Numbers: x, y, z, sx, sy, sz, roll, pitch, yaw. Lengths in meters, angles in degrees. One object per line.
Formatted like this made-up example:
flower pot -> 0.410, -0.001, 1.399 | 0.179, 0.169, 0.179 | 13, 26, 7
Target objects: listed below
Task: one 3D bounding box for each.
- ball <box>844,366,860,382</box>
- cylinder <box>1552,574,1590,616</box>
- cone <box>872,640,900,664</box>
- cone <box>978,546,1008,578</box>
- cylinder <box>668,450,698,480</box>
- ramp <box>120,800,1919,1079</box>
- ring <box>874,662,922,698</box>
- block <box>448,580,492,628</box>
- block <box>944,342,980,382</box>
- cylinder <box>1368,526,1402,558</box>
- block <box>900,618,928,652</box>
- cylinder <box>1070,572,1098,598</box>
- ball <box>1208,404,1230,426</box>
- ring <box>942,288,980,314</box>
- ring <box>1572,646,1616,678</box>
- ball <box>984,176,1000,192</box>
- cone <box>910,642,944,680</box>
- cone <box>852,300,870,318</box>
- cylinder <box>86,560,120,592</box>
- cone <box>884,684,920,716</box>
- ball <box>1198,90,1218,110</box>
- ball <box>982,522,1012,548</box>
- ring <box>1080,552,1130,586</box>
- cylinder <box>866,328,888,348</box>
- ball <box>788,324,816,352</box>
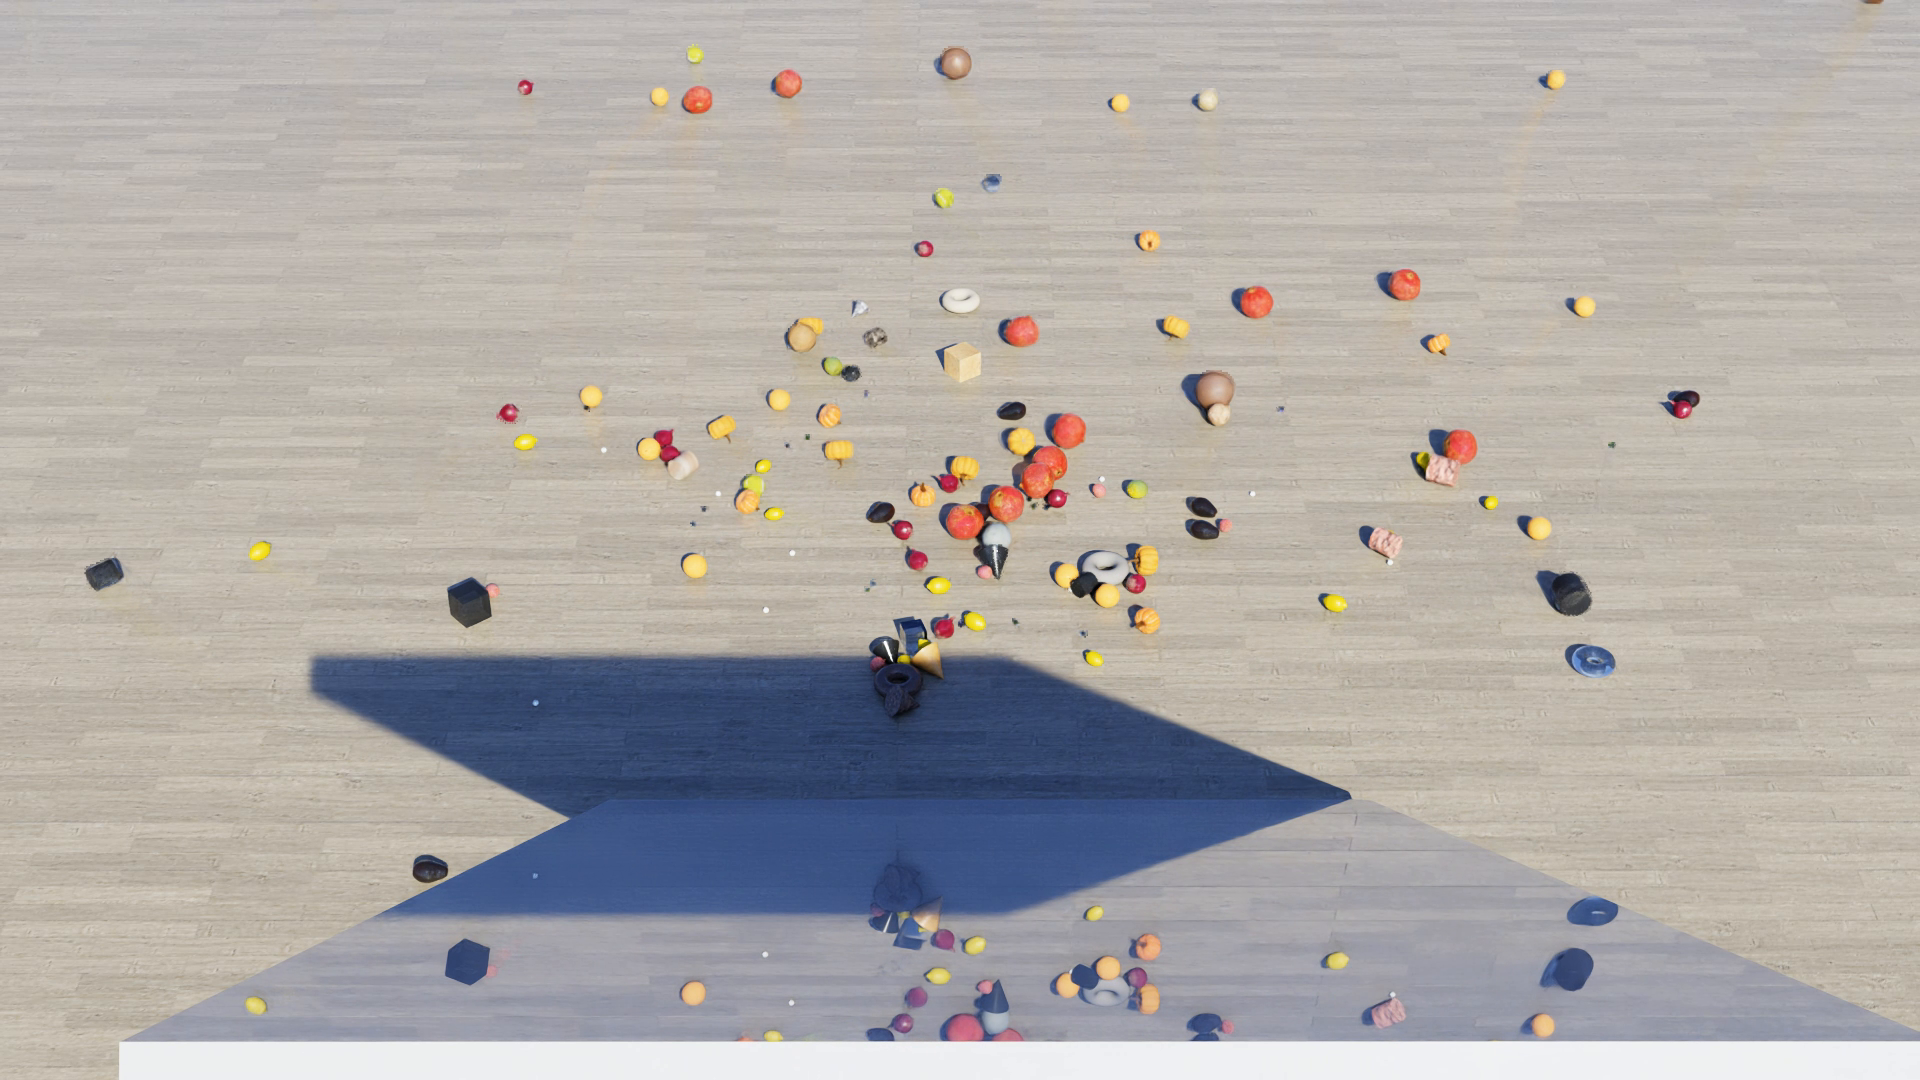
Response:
ball -> -0.361, -0.555, 8.689 | 0.054, 0.054, 0.054 | 0, 35, 0
cylinder -> 1.798, 0.161, 7.645 | 0.091, 0.091, 0.091 | -4, 35, -5
cone -> -0.197, 0.341, 7.437 | 0.082, 0.082, 0.082 | -15, 64, -19
cone -> 0.108, 0.081, 7.802 | 0.093, 0.093, 0.093 | -6, 62, -8
cylinder -> -0.878, -0.237, 8.227 | 0.069, 0.069, 0.069 | 22, 41, 28
ramp -> 0.078, 0.667, 4.847 | 2.000, 0.100, 4.000 | 0, -2, 0
ring -> -0.175, 0.400, 7.345 | 0.141, 0.047, 0.141 | -2, 36, 1
block -> -1.436, 0.187, 7.612 | 0.087, 0.087, 0.087 | -27, 43, -32
block -> 0.009, -0.598, 8.721 | 0.087, 0.087, 0.087 | -23, 41, -29
cylinder -> 1.291, 0.007, 7.879 | 0.072, 0.072, 0.072 | -29, 45, -35
block -> -0.134, 0.276, 7.506 | 0.063, 0.063, 0.063 | -10, 37, -14
cylinder -> 0.369, 0.133, 7.712 | 0.060, 0.060, 0.060 | -28, 44, -34
ball -> 0.843, -0.409, 8.465 | 0.074, 0.074, 0.074 | 0, 35, 0
ring -> 0.003, -0.839, 9.098 | 0.136, 0.045, 0.136 | -1, 35, 1
ring -> 1.812, 0.348, 7.425 | 0.124, 0.041, 0.124 | 1, 36, -1
ball -> 0.122, -1.343, 9.796 | 0.062, 0.062, 0.062 | 0, 35, 0
cone -> -0.074, 0.360, 7.404 | 0.098, 0.098, 0.098 | -26, 70, -32
cone -> -0.358, -0.796, 9.052 | 0.061, 0.061, 0.061 | 33, 73, 37
cylinder -> -2.553, 0.106, 7.739 | 0.073, 0.073, 0.073 | -29, 44, -34
cone -> -0.147, 0.456, 7.272 | 0.092, 0.092, 0.092 | 15, 27, -29
ball -> 0.989, -1.752, 10.355 | 0.084, 0.084, 0.084 | 0, 35, 0
ball -> 0.112, -0.007, 7.884 | 0.091, 0.091, 0.091 | 0, 35, 0
ring -> 0.435, 0.086, 7.789 | 0.146, 0.049, 0.146 | -1, 36, 1
cylinder -> -0.287, -0.690, 8.880 | 0.054, 0.054, 0.054 | -27, 43, -32
ball -> -0.537, -0.687, 8.838 | 0.098, 0.098, 0.098 | 0, 35, 0
